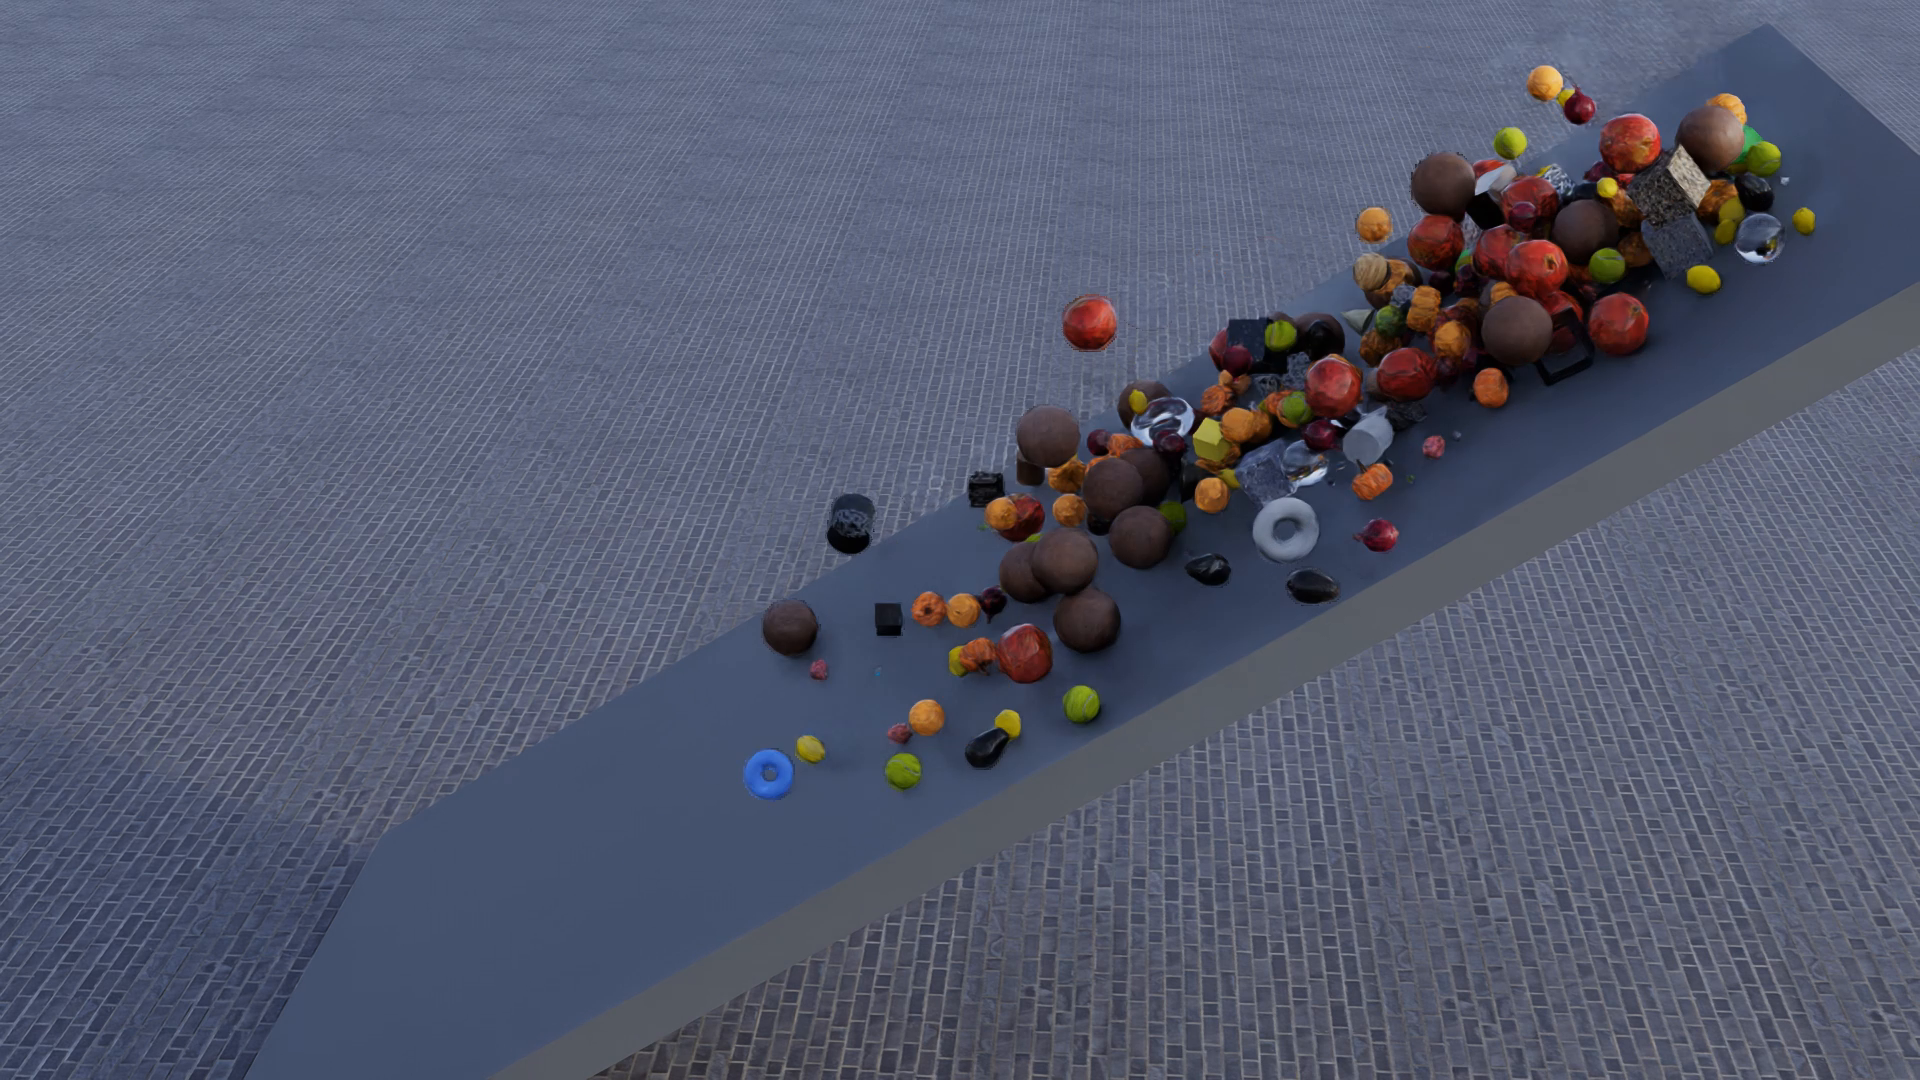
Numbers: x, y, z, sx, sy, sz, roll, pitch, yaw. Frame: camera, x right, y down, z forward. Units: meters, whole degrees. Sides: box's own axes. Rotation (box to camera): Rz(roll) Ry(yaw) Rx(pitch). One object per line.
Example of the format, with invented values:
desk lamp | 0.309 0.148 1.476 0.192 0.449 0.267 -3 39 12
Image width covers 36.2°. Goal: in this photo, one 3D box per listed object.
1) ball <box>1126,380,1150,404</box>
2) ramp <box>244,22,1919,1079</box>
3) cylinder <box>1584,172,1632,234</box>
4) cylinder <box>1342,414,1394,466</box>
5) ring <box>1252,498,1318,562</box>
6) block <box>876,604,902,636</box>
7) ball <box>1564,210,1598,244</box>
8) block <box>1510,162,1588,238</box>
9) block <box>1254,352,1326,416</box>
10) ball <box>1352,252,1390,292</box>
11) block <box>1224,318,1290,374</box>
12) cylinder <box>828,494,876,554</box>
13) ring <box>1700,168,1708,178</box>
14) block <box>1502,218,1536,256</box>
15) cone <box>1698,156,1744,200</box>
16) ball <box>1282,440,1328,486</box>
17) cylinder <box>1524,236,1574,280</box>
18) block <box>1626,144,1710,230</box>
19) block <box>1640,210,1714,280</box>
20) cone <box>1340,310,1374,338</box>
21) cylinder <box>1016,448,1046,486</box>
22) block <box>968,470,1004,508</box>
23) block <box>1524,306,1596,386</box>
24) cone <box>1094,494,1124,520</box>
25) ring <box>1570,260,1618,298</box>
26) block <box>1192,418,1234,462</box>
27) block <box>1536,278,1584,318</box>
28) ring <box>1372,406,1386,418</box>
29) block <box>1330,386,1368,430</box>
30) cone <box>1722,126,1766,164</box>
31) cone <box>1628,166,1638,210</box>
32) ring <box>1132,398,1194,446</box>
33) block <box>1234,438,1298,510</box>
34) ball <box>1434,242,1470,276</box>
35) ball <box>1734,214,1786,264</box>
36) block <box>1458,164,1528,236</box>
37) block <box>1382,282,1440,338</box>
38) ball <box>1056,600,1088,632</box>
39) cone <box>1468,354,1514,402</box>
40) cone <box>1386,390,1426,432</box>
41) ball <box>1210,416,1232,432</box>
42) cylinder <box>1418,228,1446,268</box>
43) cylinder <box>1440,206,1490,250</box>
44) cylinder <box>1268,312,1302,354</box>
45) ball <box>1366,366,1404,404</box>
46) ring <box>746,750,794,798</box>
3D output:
ball | 0.425 -0.353 7.029 0.056 0.056 0.056 0 20 0
ramp | 0.140 0.170 6.293 4.000 0.100 2.000 -30 15 13
cylinder | 1.334 -0.697 6.064 0.095 0.095 0.095 3 33 9
cylinder | 0.780 -0.191 5.619 0.077 0.077 0.077 10 30 26
ring | 0.601 -0.018 5.427 0.126 0.126 0.042 -4 18 -10
block | -0.158 0.176 6.512 0.054 0.054 0.054 -1 -25 3
ball | 1.256 -0.633 5.953 0.068 0.068 0.068 0 20 0
block | 1.196 -0.688 5.981 0.096 0.096 0.096 -44 -3 -15
block | 0.708 -0.336 6.315 0.090 0.090 0.090 -43 17 -30
ball | 0.845 -0.551 6.043 0.079 0.079 0.079 0 20 0
block | 0.627 -0.408 6.200 0.095 0.095 0.095 -1 -12 37
cylinder | -0.233 -0.036 6.316 0.092 0.092 0.092 3 44 7
ring | 1.470 -0.709 5.961 0.037 0.110 0.110 43 18 -10
block | 1.164 -0.635 6.104 0.062 0.062 0.062 -1 41 24
cone | 1.527 -0.715 5.879 0.089 0.089 0.089 18 26 37
ball | 0.652 -0.146 5.561 0.088 0.088 0.088 0 20 0
cylinder | 1.198 -0.573 5.982 0.081 0.081 0.081 10 20 0
block | 1.346 -0.671 5.591 0.099 0.099 0.099 -29 16 43
block | 1.375 -0.576 5.642 0.097 0.097 0.097 -28 19 21
cone | 0.807 -0.457 6.038 0.064 0.064 0.064 25 27 16
cylinder | 0.167 -0.172 6.909 0.067 0.067 0.067 0 34 0
block | 0.062 -0.121 7.000 0.065 0.065 0.065 2 28 17
block | 1.125 -0.362 5.518 0.092 0.092 0.092 -26 17 27
cone | 0.334 -0.065 6.373 0.060 0.060 0.060 23 30 37
ring | 1.254 -0.517 5.839 0.110 0.037 0.110 -31 16 10
block | 0.515 -0.203 5.991 0.056 0.056 0.056 21 59 28
block | 1.166 -0.466 5.720 0.059 0.059 0.059 -10 48 -22
ring | 0.829 -0.231 5.841 0.097 0.032 0.097 -33 15 10
block | 0.780 -0.263 5.898 0.056 0.056 0.056 18 49 -6
cone | 1.539 -0.765 5.837 0.085 0.085 0.085 -33 32 -20
cone | 1.395 -0.698 5.987 0.097 0.097 0.097 8 25 -4
ring | 0.445 -0.260 6.463 0.144 0.048 0.144 -15 37 12
block | 0.617 -0.132 5.867 0.089 0.089 0.089 -24 18 32
ball | 1.072 -0.611 6.401 0.077 0.077 0.077 0 20 0
ball | 1.468 -0.554 5.398 0.092 0.092 0.092 0 20 0
block | 1.108 -0.702 6.066 0.091 0.091 0.091 -49 14 -25
block | 0.932 -0.474 6.076 0.083 0.083 0.083 23 20 16
ball | 0.223 0.151 5.857 0.064 0.064 0.064 0 20 0
cone | 1.005 -0.297 5.661 0.087 0.087 0.087 29 24 -15
cone | 0.855 -0.232 5.778 0.088 0.088 0.088 21 36 -16
ball | 0.560 -0.241 6.389 0.059 0.059 0.059 0 20 0
cylinder | 1.073 -0.654 6.554 0.073 0.073 0.073 -18 -10 -41
cylinder | 1.081 -0.670 6.254 0.083 0.083 0.083 -33 35 -32
cylinder | 0.669 -0.429 6.323 0.093 0.093 0.093 -36 36 -26
ball | 0.861 -0.316 5.955 0.077 0.077 0.077 0 20 0
ring | -0.390 0.479 6.017 0.102 0.102 0.034 4 3 10
